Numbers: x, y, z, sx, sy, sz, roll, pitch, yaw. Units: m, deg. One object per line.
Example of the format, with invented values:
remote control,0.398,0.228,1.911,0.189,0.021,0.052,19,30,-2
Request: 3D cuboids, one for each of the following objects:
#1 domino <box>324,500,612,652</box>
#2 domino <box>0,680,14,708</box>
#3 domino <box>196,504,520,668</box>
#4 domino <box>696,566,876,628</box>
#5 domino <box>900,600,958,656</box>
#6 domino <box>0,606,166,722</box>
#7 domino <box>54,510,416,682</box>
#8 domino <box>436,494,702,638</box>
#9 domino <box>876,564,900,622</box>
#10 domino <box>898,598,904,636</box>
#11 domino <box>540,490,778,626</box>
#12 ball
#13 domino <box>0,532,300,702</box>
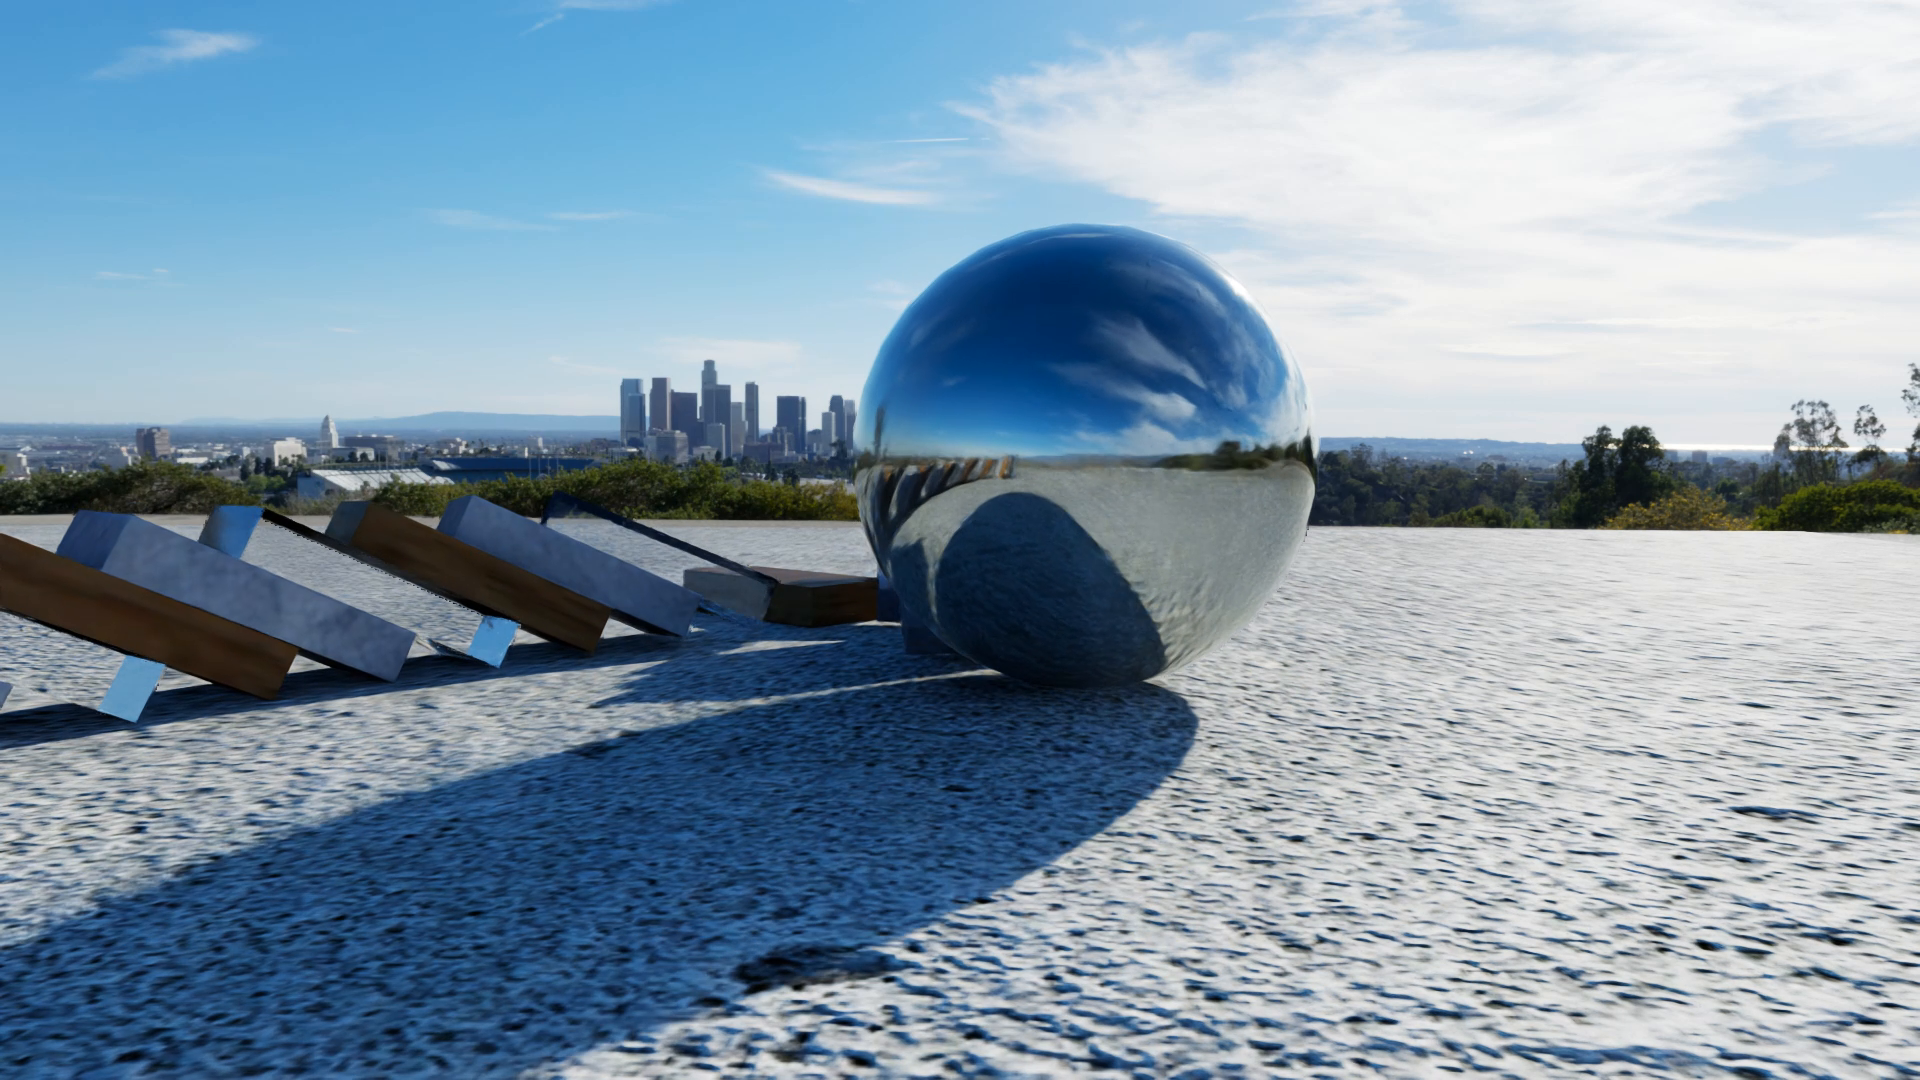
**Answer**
domino,-0.097,0.007,0.253,0.050,0.010,0.025,30,-16,-34
domino,-0.159,0.014,0.170,0.025,0.009,0.050,3,-23,37
domino,-0.110,0.009,0.236,0.025,0.010,0.050,4,-22,43
domino,-0.045,0.014,0.322,0.050,0.010,0.025,4,6,41
domino,-0.001,0.001,0.272,0.025,0.050,0.009,-1,-39,-9
domino,-0.148,0.013,0.187,0.025,0.010,0.050,3,-23,37
domino,-0.123,0.010,0.220,0.025,0.009,0.050,4,-22,40
domino,-0.082,0.006,0.267,0.050,0.009,0.025,27,-15,-28
domino,-0.008,0.002,0.317,0.025,0.010,0.050,3,33,-6
domino,-0.002,-0.001,0.298,0.025,0.050,0.009,0,-39,-8
domino,-0.067,0.005,0.282,0.050,0.009,0.025,23,-12,-12
ball,0.021,-0.014,0.224,0.080,0.080,0.080,0,4,0
domino,-0.136,0.011,0.204,0.025,0.009,0.050,4,-23,40
